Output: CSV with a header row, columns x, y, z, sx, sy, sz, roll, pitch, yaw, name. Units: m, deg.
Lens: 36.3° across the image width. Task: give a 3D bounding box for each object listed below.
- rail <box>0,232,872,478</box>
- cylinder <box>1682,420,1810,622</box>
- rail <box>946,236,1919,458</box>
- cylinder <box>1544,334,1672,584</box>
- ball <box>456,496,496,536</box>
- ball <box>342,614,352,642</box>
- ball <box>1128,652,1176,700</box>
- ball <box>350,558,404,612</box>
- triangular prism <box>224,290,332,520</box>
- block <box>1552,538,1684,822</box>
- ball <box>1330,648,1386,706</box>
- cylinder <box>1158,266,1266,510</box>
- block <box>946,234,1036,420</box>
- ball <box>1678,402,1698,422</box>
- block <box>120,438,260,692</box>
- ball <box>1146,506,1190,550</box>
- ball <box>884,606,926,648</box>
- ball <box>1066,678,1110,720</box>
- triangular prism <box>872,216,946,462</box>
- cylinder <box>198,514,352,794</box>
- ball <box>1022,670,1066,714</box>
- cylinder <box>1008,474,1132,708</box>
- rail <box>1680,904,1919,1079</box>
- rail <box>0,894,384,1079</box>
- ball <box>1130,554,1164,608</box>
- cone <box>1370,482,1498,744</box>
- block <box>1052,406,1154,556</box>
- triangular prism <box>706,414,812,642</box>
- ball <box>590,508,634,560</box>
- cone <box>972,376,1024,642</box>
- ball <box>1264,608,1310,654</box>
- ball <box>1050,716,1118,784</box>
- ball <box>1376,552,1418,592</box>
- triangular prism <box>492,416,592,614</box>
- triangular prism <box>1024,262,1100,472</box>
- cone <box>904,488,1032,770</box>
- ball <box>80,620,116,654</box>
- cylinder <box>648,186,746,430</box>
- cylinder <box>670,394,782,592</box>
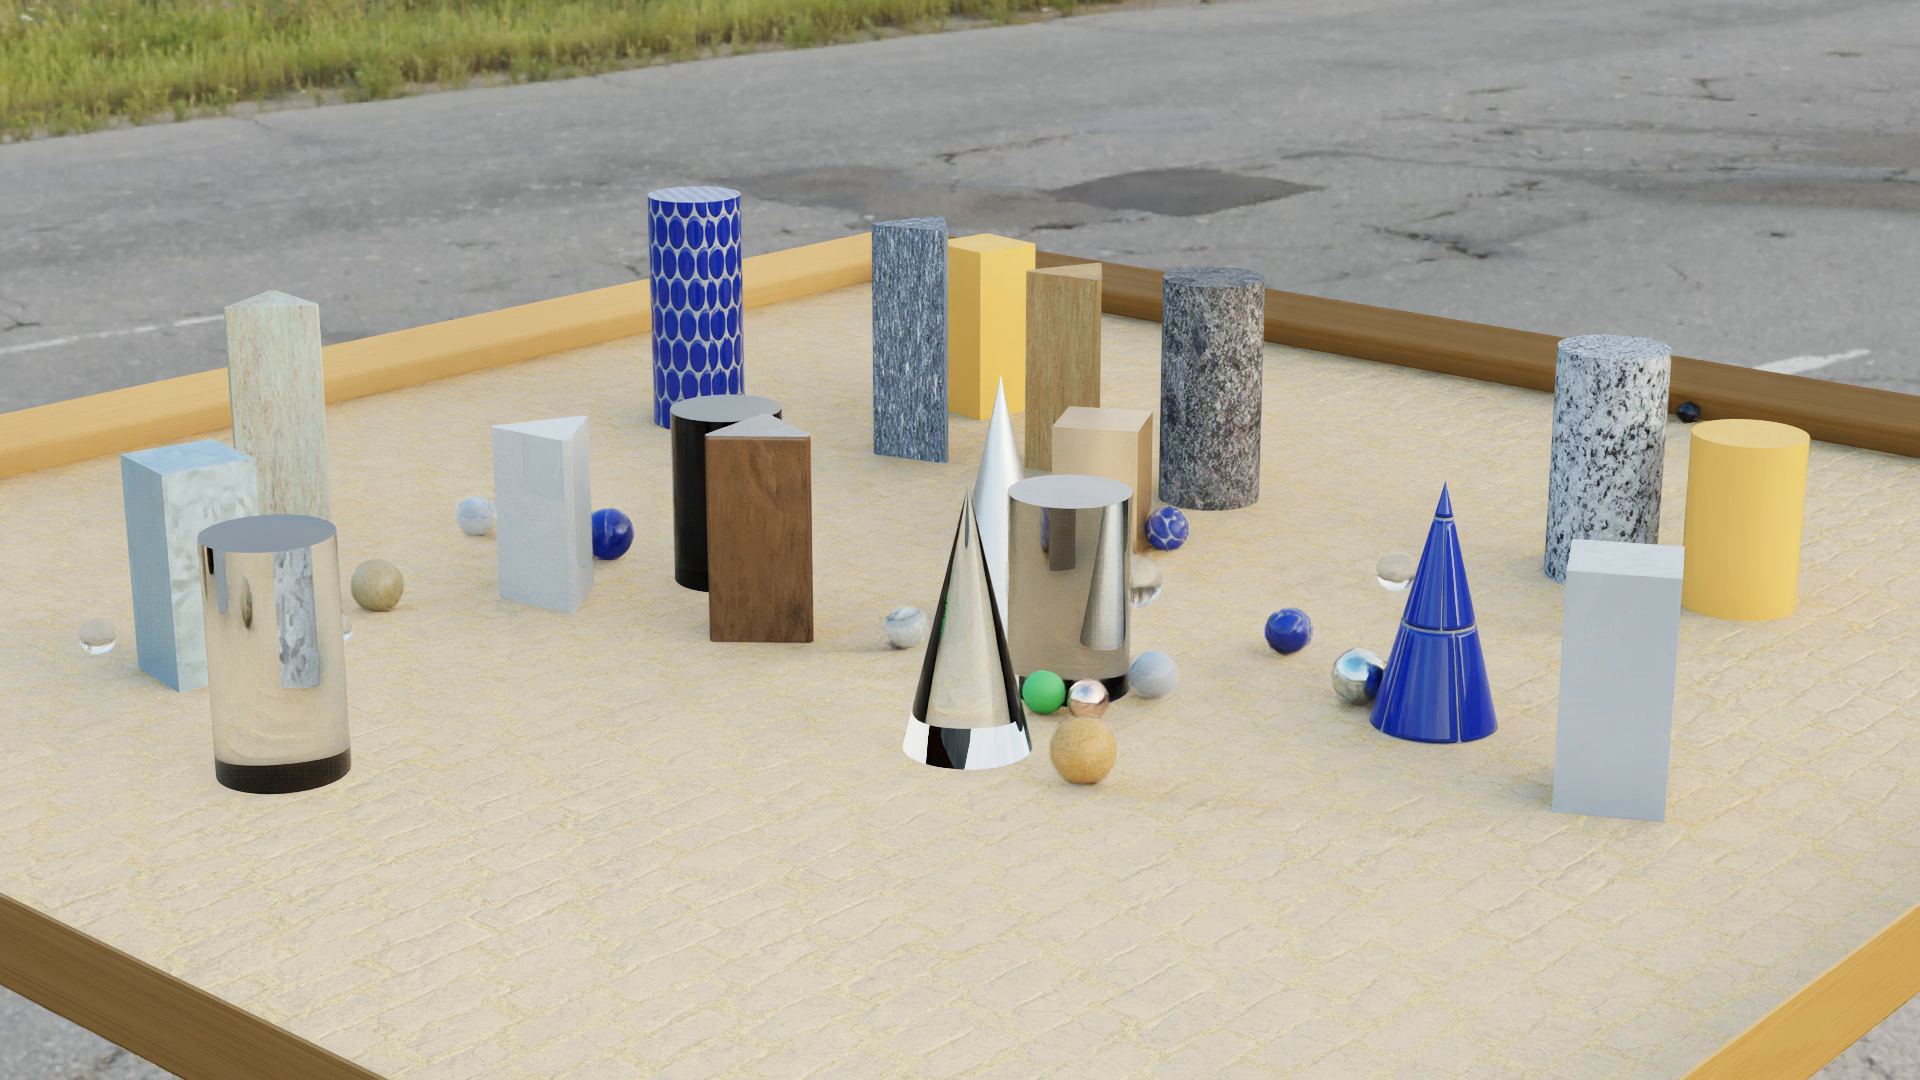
x,y,z,sx,sy,sz,roll,pitch,yaw,name
-1.448,-0.331,6.324,0.045,0.127,3.946,14,22,39,rail
1.347,-0.036,5.042,0.196,0.305,0.196,0,17,0,cylinder
1.278,-0.393,6.529,3.883,0.127,0.045,14,22,39,rail
1.144,-0.138,5.186,0.196,0.417,0.196,0,17,0,cylinder
-0.904,-0.045,5.470,0.075,0.075,0.075,0,17,0,ball
-1.036,0.147,4.871,0.053,0.053,0.053,0,17,0,ball
0.302,0.213,4.613,0.075,0.075,0.075,0,17,0,ball
-1.002,0.077,5.037,0.091,0.091,0.091,0,17,0,ball
-1.292,-0.253,5.563,0.170,0.419,0.147,-3,17,-11,triangular prism
0.936,0.198,4.170,0.157,0.360,0.157,4,17,14,block
0.625,0.214,4.584,0.090,0.090,0.090,0,17,0,ball
0.486,-0.294,5.667,0.196,0.437,0.196,0,17,0,cylinder
0.051,-0.464,6.356,0.157,0.365,0.157,-14,22,-39,block
1.558,-0.273,6.278,0.044,0.044,0.044,0,17,0,ball
-1.225,0.039,4.701,0.157,0.358,0.157,-13,21,-37,block
0.380,-0.021,5.380,0.081,0.081,0.081,0,17,0,ball
-0.090,0.144,4.852,0.069,0.069,0.069,0,17,0,ball
0.198,0.247,4.518,0.066,0.066,0.066,0,17,0,ball
-0.070,-0.416,5.999,0.170,0.479,0.147,8,19,26,triangular prism
-0.997,0.165,4.273,0.196,0.364,0.196,0,17,0,cylinder
0.130,0.237,4.547,0.068,0.068,0.068,0,17,0,ball
0.172,0.078,4.630,0.196,0.323,0.196,0,17,0,cylinder
1.448,0.395,3.916,0.045,0.127,3.946,14,22,39,rail
-1.278,0.457,3.711,3.883,0.127,0.045,14,22,39,rail
0.306,0.071,5.058,0.090,0.090,0.090,0,17,0,ball
0.730,0.095,4.463,0.196,0.388,0.196,0,17,0,cone
0.260,-0.103,5.365,0.157,0.246,0.157,4,17,13,block
-0.329,-0.022,4.907,0.170,0.355,0.147,0,17,2,triangular prism
-0.639,-0.012,5.325,0.095,0.095,0.095,0,17,0,ball
0.067,-0.062,4.894,0.196,0.439,0.196,0,17,0,cone
0.538,0.150,4.823,0.075,0.075,0.075,0,17,0,ball
0.180,0.306,4.266,0.098,0.098,0.098,0,17,0,ball
0.766,0.055,5.142,0.072,0.072,0.072,0,17,0,ball
-0.693,-0.052,5.091,0.170,0.307,0.147,11,20,33,triangular prism
0.242,-0.346,5.899,0.170,0.404,0.147,10,20,31,triangular prism
0.011,0.115,4.361,0.196,0.409,0.196,0,17,0,cone
-1.417,0.160,4.820,0.057,0.057,0.057,0,17,0,ball
-0.559,-0.492,6.235,0.196,0.490,0.196,0,17,0,cylinder
-0.411,-0.083,5.189,0.196,0.310,0.196,0,17,0,cylinder
